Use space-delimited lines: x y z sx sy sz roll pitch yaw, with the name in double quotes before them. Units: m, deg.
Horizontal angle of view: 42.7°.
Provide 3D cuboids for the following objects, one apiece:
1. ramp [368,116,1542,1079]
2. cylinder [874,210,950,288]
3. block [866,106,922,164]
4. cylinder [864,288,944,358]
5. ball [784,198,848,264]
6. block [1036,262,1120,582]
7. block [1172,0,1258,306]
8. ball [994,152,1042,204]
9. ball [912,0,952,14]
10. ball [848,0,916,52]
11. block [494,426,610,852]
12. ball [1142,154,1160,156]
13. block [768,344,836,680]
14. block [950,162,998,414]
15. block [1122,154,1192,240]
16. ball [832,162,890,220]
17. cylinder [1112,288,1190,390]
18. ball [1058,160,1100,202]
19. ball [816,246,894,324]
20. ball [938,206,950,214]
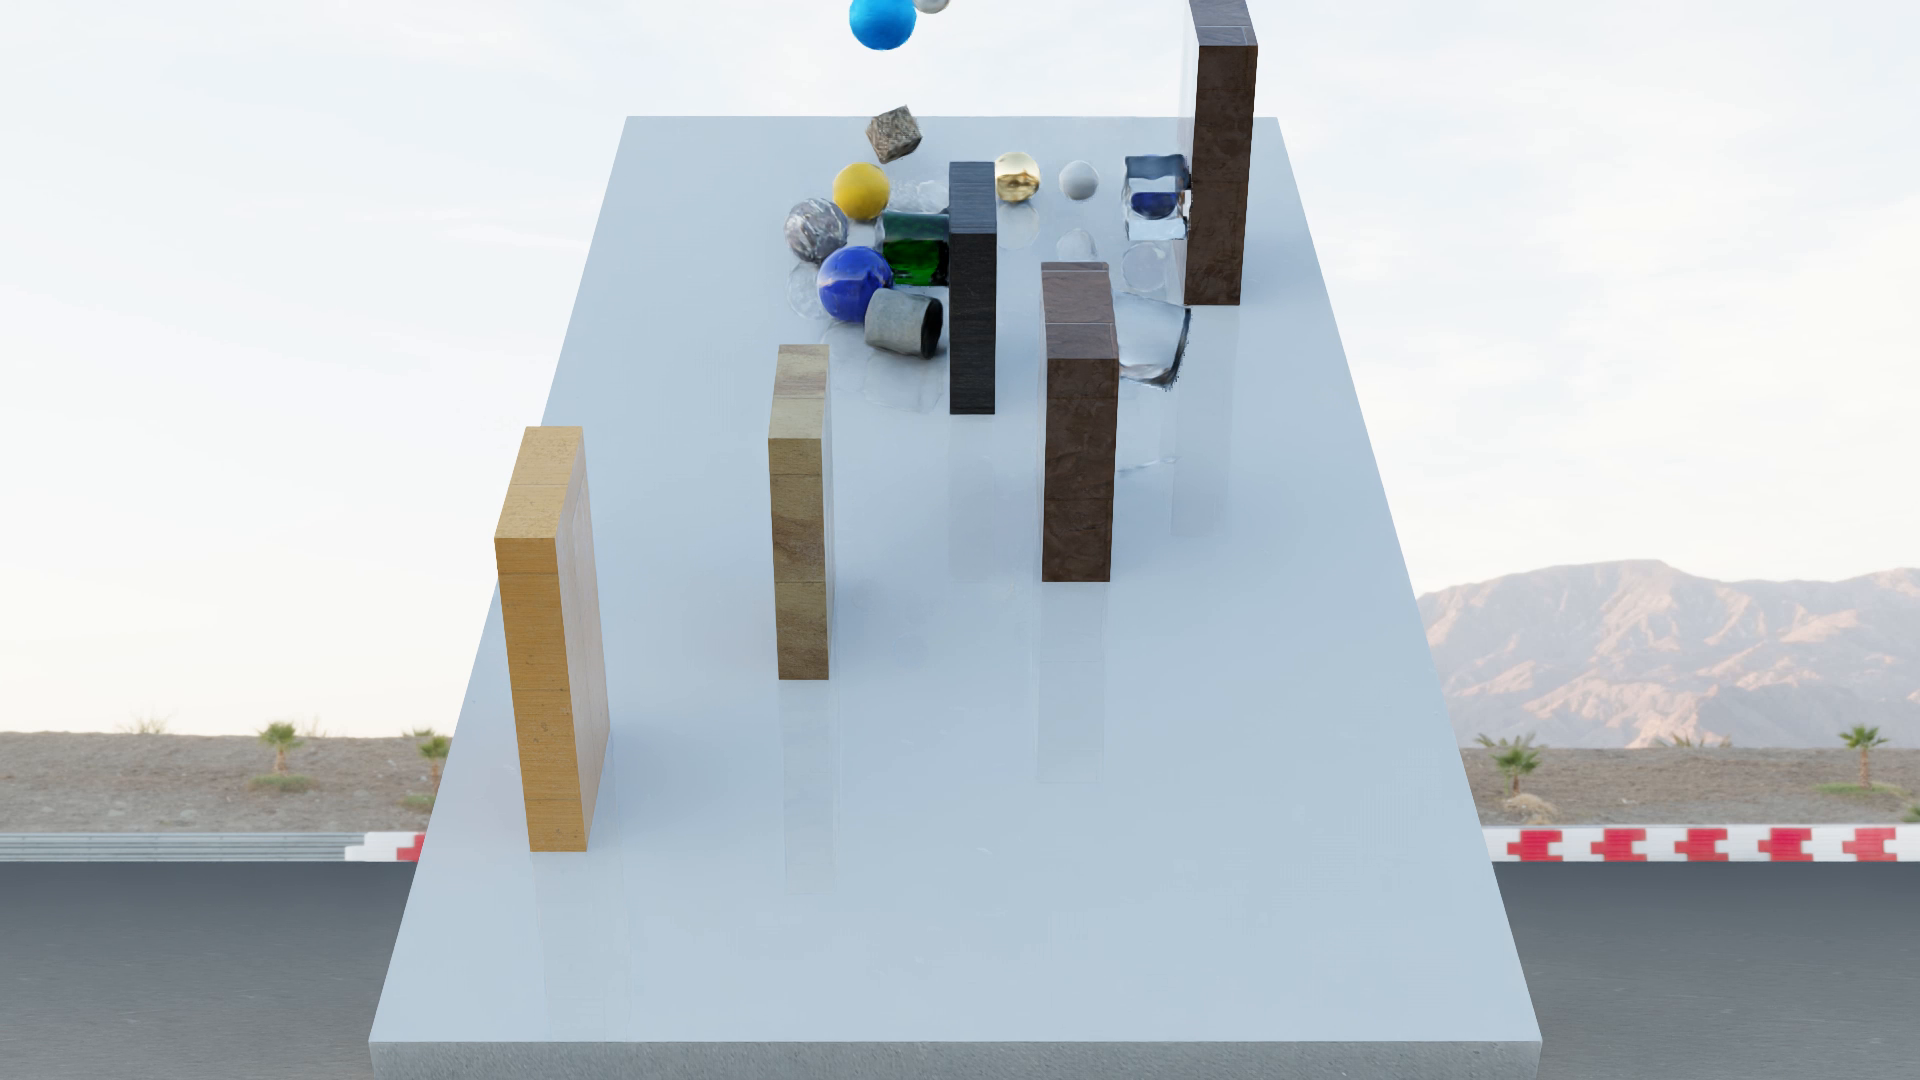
"ramp" -0.015 -0.183 5.891 2.000 0.100 4.000 0 33 0
"cylinder" -0.120 -0.773 6.515 0.193 0.193 0.193 2 -8 -10
"block" -0.193 -1.179 7.148 0.109 0.109 0.109 -25 -7 -20
"cylinder" -0.142 -0.551 6.220 0.153 0.153 0.153 12 -3 18
"ball" -0.390 -0.839 6.657 0.176 0.176 0.176 0 -7 0
"block" 0.254 -0.263 5.412 0.149 0.554 0.449 0 33 0
"block" 0.665 -1.038 6.470 0.148 0.722 0.423 0 33 0
"ball" 0.157 -1.032 6.990 0.148 0.148 0.148 0 -7 0
"ball" -0.089 -1.669 7.470 0.137 0.137 0.137 0 -7 0
"ball" -0.225 -1.521 7.135 0.197 0.197 0.197 0 -7 0
"block" -0.752 0.186 4.571 0.105 0.697 0.385 0 33 0
"ball" 0.531 -1.005 6.835 0.140 0.140 0.140 0 -7 0
"block" -0.322 -0.058 5.068 0.103 0.575 0.386 0 33 0
"block" 0.030 -0.621 6.032 0.110 0.487 0.409 0 33 0
"block" 0.502 -0.877 6.294 0.152 0.152 0.152 -3 -45 -3
"ball" -0.276 -0.978 6.887 0.164 0.164 0.164 0 -7 0
"cylinder" 0.441 -0.497 6.063 0.207 0.207 0.207 14 -8 -3
"ball" 0.334 -1.008 6.895 0.113 0.113 0.113 0 -7 0
"ball" -0.271 -0.661 6.356 0.203 0.203 0.203 0 -7 0
"ball" -0.009 -0.839 6.685 0.143 0.143 0.143 0 -7 0
